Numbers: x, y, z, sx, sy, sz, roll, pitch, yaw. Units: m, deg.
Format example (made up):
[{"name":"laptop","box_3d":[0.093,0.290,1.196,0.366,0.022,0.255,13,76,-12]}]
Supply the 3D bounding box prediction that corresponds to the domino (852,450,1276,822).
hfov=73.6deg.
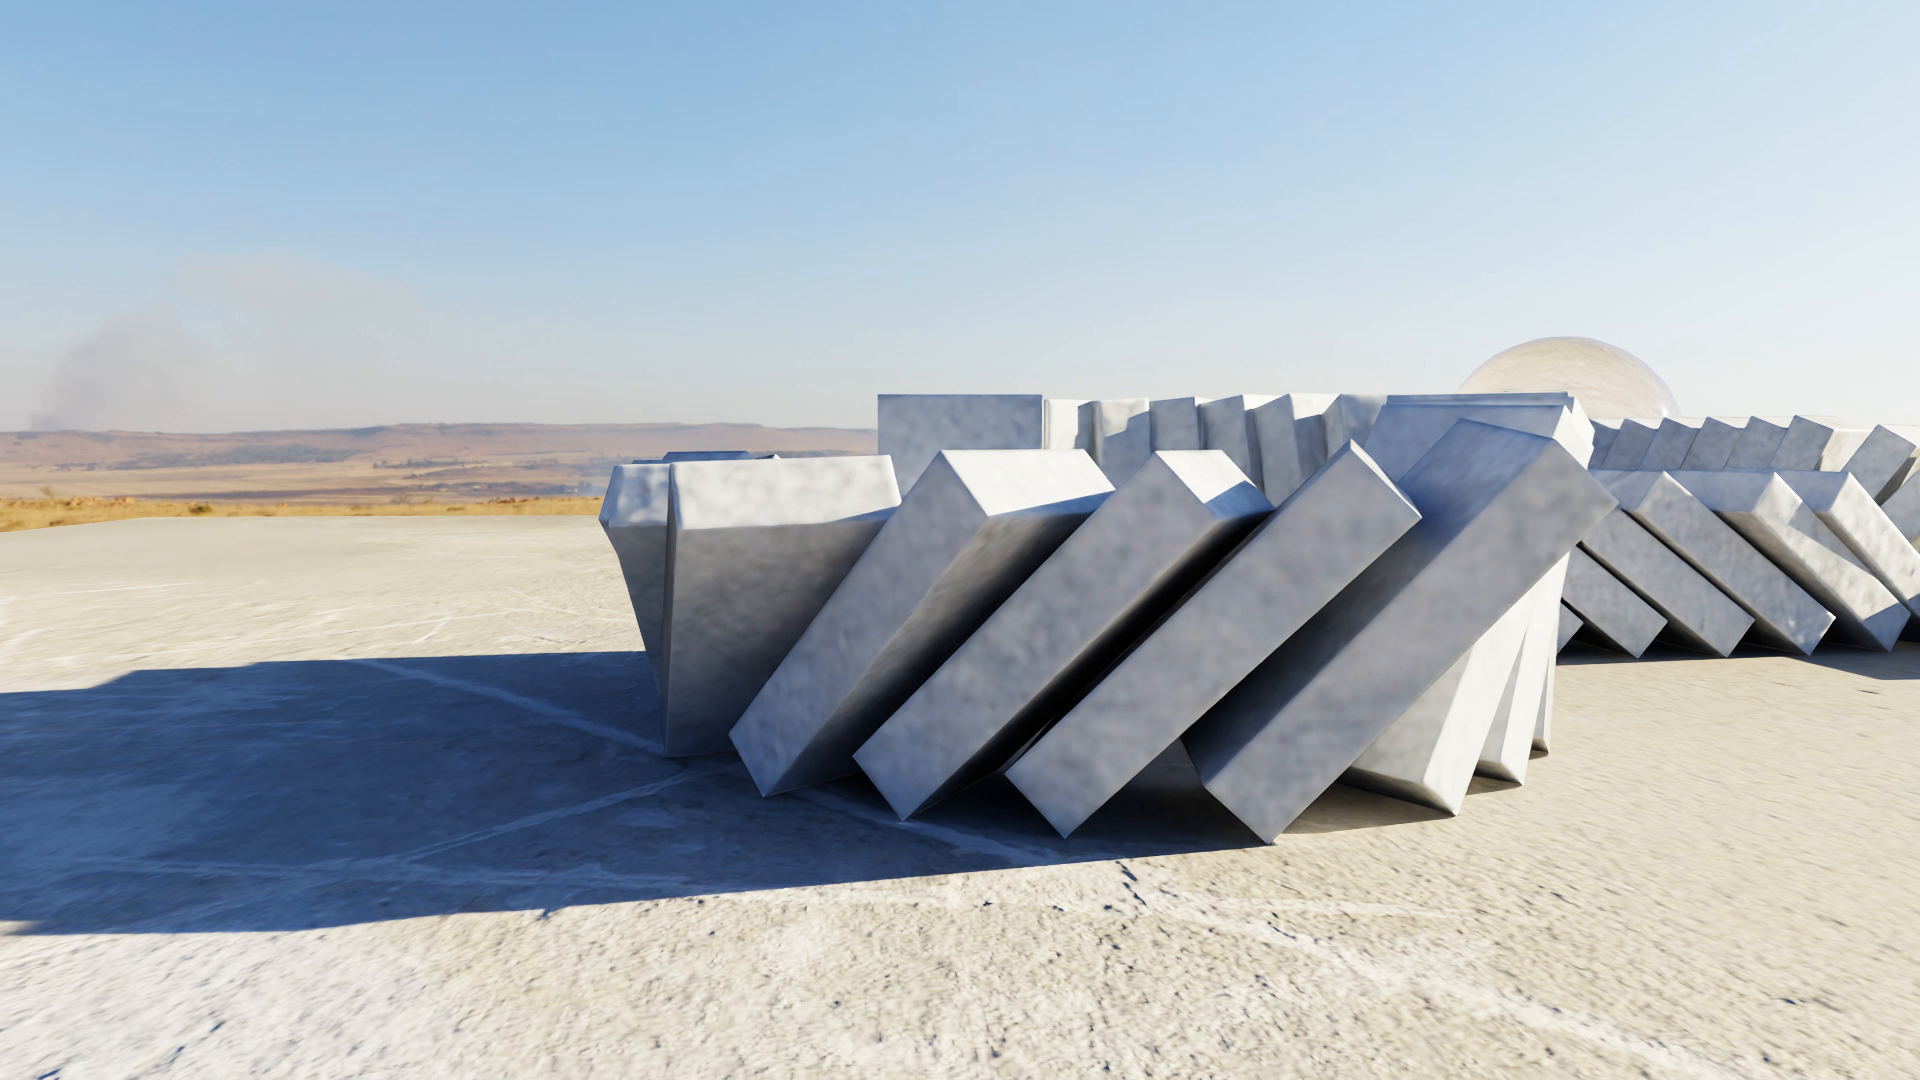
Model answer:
[{"name":"domino","box_3d":[0.012,0.011,0.148,0.050,0.010,0.025,-47,-16,22]}]

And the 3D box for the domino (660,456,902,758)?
[{"name":"domino","box_3d":[-0.024,0.010,0.161,0.025,0.010,0.050,-3,-37,-17]}]

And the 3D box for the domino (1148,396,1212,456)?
[{"name":"domino","box_3d":[0.043,0.000,0.236,0.009,0.050,0.025,-4,3,22]}]

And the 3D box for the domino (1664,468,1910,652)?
[{"name":"domino","box_3d":[0.170,0.004,0.267,0.050,0.009,0.025,37,-8,-18]}]

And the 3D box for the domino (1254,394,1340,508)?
[{"name":"domino","box_3d":[0.066,0.001,0.216,0.025,0.050,0.010,-2,-10,-25]}]

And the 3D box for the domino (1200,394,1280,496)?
[{"name":"domino","box_3d":[0.057,0.000,0.228,0.025,0.050,0.010,-3,-3,-39]}]

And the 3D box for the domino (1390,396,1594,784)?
[{"name":"domino","box_3d":[0.066,0.005,0.172,0.025,0.050,0.009,4,-22,42]}]

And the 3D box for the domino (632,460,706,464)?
[{"name":"domino","box_3d":[-0.034,0.007,0.212,0.025,0.009,0.050,1,-37,19]}]

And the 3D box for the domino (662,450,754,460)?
[{"name":"domino","box_3d":[-0.033,0.004,0.234,0.025,0.010,0.050,3,-38,46]}]

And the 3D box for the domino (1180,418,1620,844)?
[{"name":"domino","box_3d":[0.046,0.009,0.145,0.009,0.050,0.025,42,8,-7]}]

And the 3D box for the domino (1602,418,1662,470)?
[{"name":"domino","box_3d":[0.188,-0.010,0.363,0.025,0.050,0.009,-3,29,-36]}]

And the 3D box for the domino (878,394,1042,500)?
[{"name":"domino","box_3d":[0.000,0.002,0.201,0.025,0.050,0.010,0,4,0]}]

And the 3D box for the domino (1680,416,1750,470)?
[{"name":"domino","box_3d":[0.201,-0.008,0.347,0.025,0.050,0.009,-3,29,-36]}]

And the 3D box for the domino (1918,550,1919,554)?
[{"name":"domino","box_3d":[0.242,0.010,0.279,0.025,0.010,0.050,19,3,-31]}]

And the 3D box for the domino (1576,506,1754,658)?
[{"name":"domino","box_3d":[0.134,0.004,0.265,0.050,0.010,0.025,37,0,-8]}]

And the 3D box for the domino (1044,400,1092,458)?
[{"name":"domino","box_3d":[0.012,0.000,0.232,0.010,0.050,0.025,-3,5,-33]}]

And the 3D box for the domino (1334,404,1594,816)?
[{"name":"domino","box_3d":[0.057,0.007,0.160,0.009,0.050,0.025,38,-18,-35]}]

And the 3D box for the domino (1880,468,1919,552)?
[{"name":"domino","box_3d":[0.226,-0.003,0.306,0.025,0.050,0.009,-3,44,-36]}]

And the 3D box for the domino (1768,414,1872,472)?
[{"name":"domino","box_3d":[0.213,-0.007,0.330,0.025,0.050,0.010,-3,29,-36]}]

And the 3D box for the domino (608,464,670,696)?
[{"name":"domino","box_3d":[-0.031,0.009,0.178,0.025,0.009,0.050,-1,-37,-4]}]

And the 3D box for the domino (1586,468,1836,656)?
[{"name":"domino","box_3d":[0.151,0.004,0.266,0.050,0.009,0.025,36,-3,-11]}]

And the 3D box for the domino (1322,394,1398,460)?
[{"name":"domino","box_3d":[0.073,0.002,0.202,0.025,0.050,0.010,0,-15,-3]}]

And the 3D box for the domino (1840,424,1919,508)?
[{"name":"domino","box_3d":[0.220,-0.005,0.318,0.025,0.050,0.009,-3,38,-36]}]

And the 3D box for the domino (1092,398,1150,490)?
[{"name":"domino","box_3d":[0.026,0.000,0.235,0.010,0.050,0.025,-5,6,-17]}]

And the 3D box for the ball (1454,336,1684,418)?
[{"name":"ball","box_3d":[0.210,-0.031,0.452,0.080,0.080,0.080,0,4,0]}]

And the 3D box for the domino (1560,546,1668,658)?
[{"name":"domino","box_3d":[0.117,0.004,0.264,0.050,0.009,0.025,38,1,-5]}]

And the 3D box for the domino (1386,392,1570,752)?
[{"name":"domino","box_3d":[0.073,0.004,0.186,0.025,0.050,0.010,2,-17,30]}]

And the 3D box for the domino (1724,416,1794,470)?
[{"name":"domino","box_3d":[0.208,-0.008,0.339,0.025,0.050,0.010,-3,29,-36]}]

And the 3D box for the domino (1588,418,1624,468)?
[{"name":"domino","box_3d":[0.182,-0.010,0.372,0.025,0.050,0.010,-3,29,-36]}]

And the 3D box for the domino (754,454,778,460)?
[{"name":"domino","box_3d":[-0.022,0.004,0.250,0.050,0.010,0.025,41,-12,-16]}]

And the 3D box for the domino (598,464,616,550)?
[{"name":"domino","box_3d":[-0.034,0.008,0.195,0.025,0.009,0.050,1,-36,7]}]

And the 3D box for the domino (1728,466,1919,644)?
[{"name":"domino","box_3d":[0.185,0.003,0.271,0.050,0.010,0.025,37,-9,-22]}]

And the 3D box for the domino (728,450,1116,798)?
[{"name":"domino","box_3d":[-0.005,0.010,0.153,0.025,0.010,0.050,-5,-38,-48]}]

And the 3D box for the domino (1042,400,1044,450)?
[{"name":"domino","box_3d":[0.001,0.001,0.218,0.025,0.050,0.009,1,4,15]}]

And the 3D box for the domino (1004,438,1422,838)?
[{"name":"domino","box_3d":[0.028,0.010,0.144,0.009,0.050,0.025,46,17,7]}]

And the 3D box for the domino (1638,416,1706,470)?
[{"name":"domino","box_3d":[0.194,-0.009,0.355,0.025,0.050,0.009,-3,29,-36]}]

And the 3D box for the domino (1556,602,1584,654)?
[{"name":"domino","box_3d":[0.100,0.003,0.264,0.050,0.009,0.025,40,1,-5]}]
